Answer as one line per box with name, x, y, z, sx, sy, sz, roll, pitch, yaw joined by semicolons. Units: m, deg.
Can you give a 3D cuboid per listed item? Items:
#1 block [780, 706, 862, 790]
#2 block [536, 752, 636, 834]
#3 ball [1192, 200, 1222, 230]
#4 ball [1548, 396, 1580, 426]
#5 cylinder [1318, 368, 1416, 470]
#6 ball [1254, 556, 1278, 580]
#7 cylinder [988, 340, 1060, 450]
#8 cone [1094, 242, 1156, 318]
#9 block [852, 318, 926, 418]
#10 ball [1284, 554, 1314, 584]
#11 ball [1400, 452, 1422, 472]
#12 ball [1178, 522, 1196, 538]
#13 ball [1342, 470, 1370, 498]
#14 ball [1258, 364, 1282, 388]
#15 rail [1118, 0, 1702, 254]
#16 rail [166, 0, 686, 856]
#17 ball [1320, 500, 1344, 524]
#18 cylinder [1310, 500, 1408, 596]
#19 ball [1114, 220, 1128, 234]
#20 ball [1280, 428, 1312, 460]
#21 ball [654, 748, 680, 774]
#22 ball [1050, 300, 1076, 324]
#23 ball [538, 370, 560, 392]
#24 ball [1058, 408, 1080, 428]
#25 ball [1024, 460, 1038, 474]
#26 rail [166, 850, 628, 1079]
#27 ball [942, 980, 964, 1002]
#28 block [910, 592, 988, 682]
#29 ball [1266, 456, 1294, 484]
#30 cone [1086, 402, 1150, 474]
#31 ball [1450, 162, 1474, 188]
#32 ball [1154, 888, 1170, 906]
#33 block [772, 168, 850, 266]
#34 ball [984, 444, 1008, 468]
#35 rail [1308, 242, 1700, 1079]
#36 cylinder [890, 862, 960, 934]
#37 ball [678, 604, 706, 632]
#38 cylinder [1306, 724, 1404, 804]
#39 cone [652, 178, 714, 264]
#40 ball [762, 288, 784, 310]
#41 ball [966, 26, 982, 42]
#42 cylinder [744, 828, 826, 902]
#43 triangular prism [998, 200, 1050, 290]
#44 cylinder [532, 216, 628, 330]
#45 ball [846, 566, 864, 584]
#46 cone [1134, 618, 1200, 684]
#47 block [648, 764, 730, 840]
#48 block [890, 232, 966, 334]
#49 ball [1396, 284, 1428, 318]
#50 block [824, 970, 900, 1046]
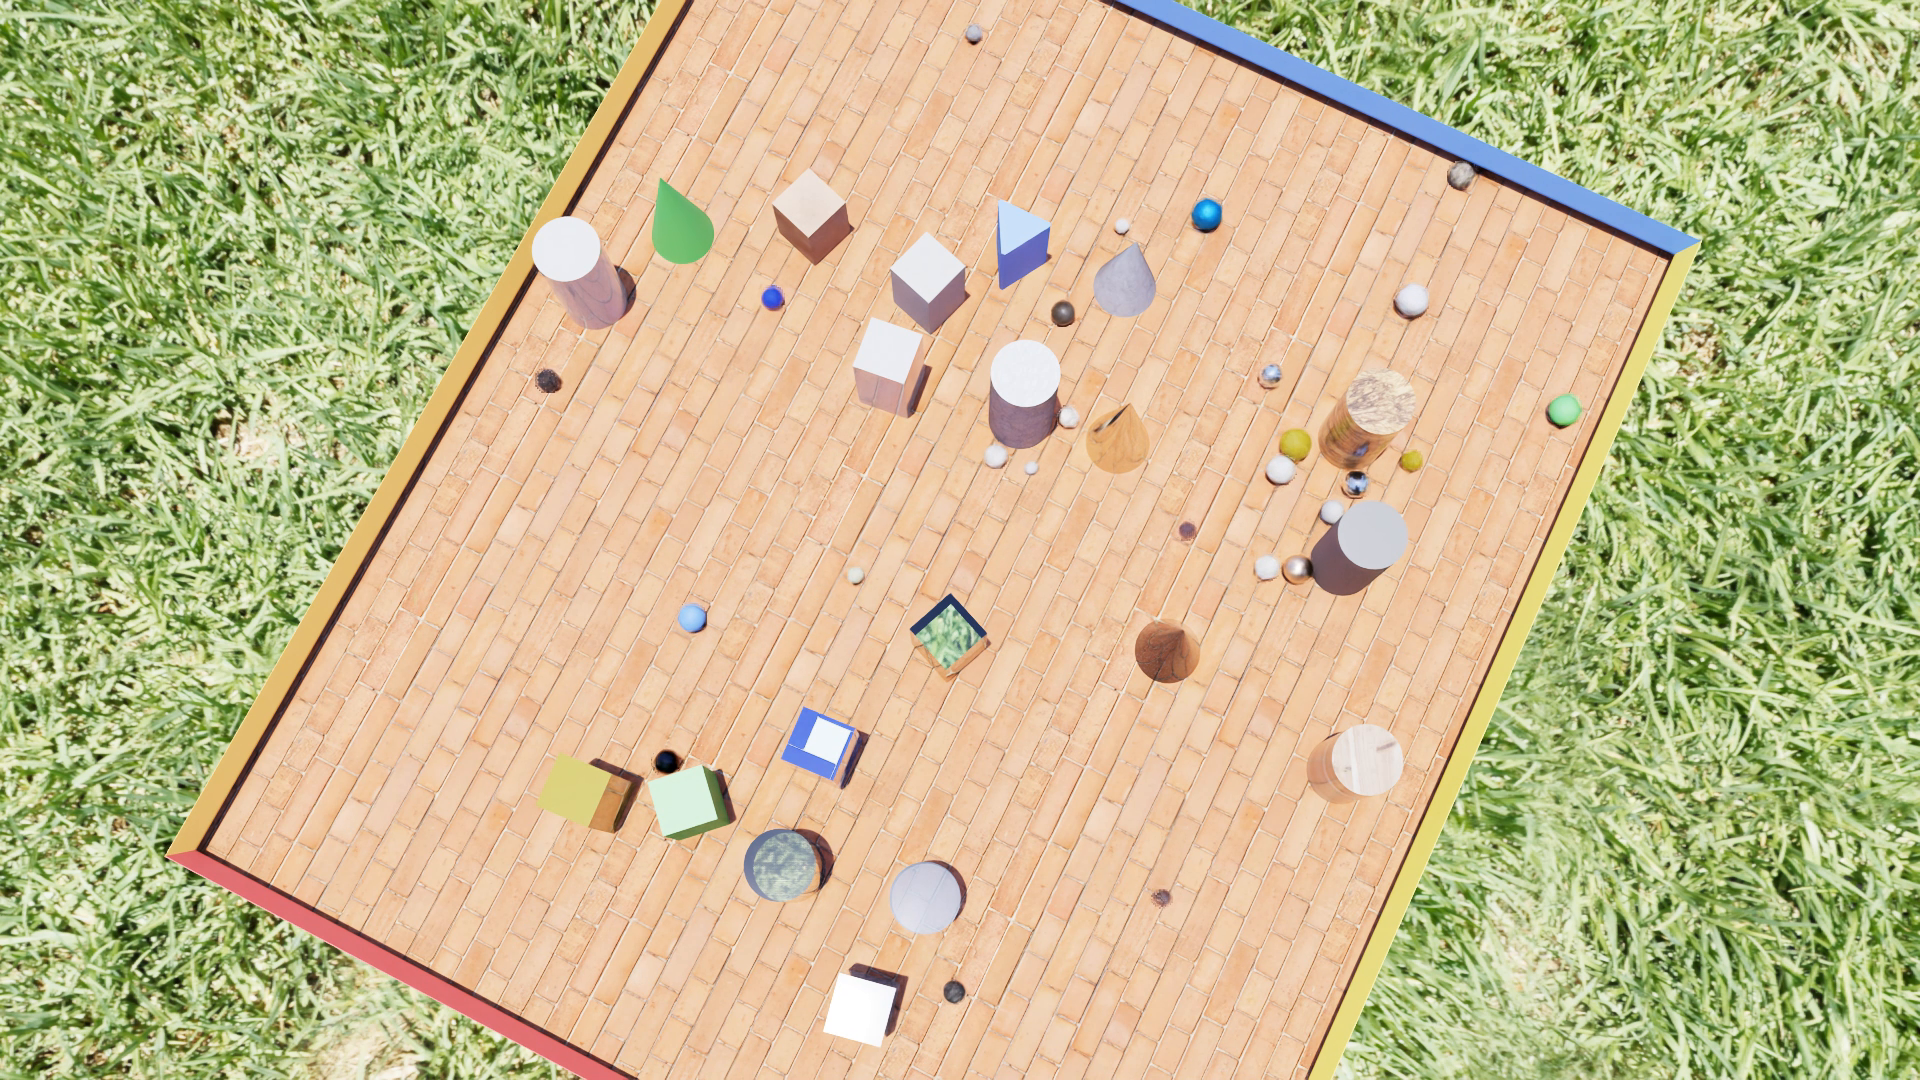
block;-0.396;0.606;5.301;0.159;0.372;0.159;22;79;4
block;-1.070;0.731;5.267;0.159;0.389;0.159;22;79;4
ball;0.779;-1.025;5.780;0.095;0.095;0.095;0;78;0
ball;1.864;-0.399;5.651;0.095;0.095;0.095;0;78;0
cylinder;1.208;-0.355;5.470;0.199;0.432;0.199;0;78;0
ball;0.930;0.084;5.562;0.074;0.074;0.074;0;78;0
cylinder;0.187;-0.427;5.459;0.199;0.481;0.199;0;78;0
cone;0.519;-0.838;5.585;0.199;0.402;0.199;0;78;0
block;-0.211;-0.514;5.529;0.159;0.380;0.159;19;79;4
ball;1.025;0.088;5.553;0.089;0.089;0.089;0;78;0
ball;1.387;-0.242;5.635;0.062;0.062;0.062;0;78;0
ball;0.693;-0.030;5.596;0.053;0.053;0.053;0;78;0
ball;1.212;-0.171;5.609;0.084;0.084;0.084;0;78;0
ball;0.963;-0.509;5.684;0.075;0.075;0.075;0;78;0
rail;0.825;-1.609;5.883;3.271;0.129;0.045;26;80;5
rail;-1.442;-0.699;5.694;0.045;0.129;3.738;26;80;5
ball;1.138;-0.085;5.597;0.073;0.073;0.073;0;78;0
cylinder;1.167;0.029;5.389;0.199;0.433;0.199;0;78;0
ball;0.511;-0.991;5.798;0.046;0.046;0.046;0;78;0
ball;1.032;-0.293;5.627;0.098;0.098;0.098;0;78;0
ball;-0.870;0.659;5.441;0.077;0.077;0.077;0;78;0
ball;0.323;-0.711;5.724;0.077;0.077;0.077;0;78;0
ball;-1.277;-0.495;5.684;0.069;0.069;0.069;0;78;0
ball;0.337;-0.378;5.663;0.063;0.063;0.063;0;78;0
ball;0.221;-0.224;5.641;0.043;0.043;0.043;0;78;0
rail;-0.825;1.623;5.214;3.271;0.129;0.045;26;80;5
ball;-0.018;1.310;5.313;0.063;0.063;0.063;0;78;0
block;-0.033;0.291;5.404;0.159;0.298;0.159;-41;81;-8
ball;0.981;-0.215;5.616;0.088;0.088;0.088;0;78;0
cone;0.488;-0.347;5.458;0.199;0.452;0.199;0;78;0
ball;1.594;-1.158;5.817;0.077;0.077;0.077;0;78;0
ball;0.592;1.048;5.373;0.052;0.052;0.052;0;78;0
block;-0.461;-1.001;5.697;0.159;0.248;0.159;44;82;8
ball;0.109;-0.259;5.633;0.073;0.073;0.073;0;78;0
rail;1.442;0.713;5.402;0.045;0.129;3.738;26;80;5
cylinder;-0.097;1.027;5.249;0.199;0.303;0.199;0;78;0
ball;-0.809;0.237;5.526;0.083;0.083;0.083;0;78;0
cylinder;1.134;0.650;5.286;0.199;0.385;0.199;0;78;0
cone;-0.879;-1.016;5.593;0.199;0.459;0.199;0;78;0
ball;-0.588;-0.756;5.738;0.068;0.068;0.068;0;78;0
ball;0.045;-1.638;5.929;0.053;0.053;0.053;0;78;0
cylinder;-0.496;0.933;5.227;0.199;0.385;0.199;0;78;0
triangular prism;0.160;-0.929;5.649;0.172;0.313;0.149;-33;80;-6
cylinder;-1.147;-0.802;5.554;0.199;0.448;0.199;0;78;0
ball;-0.318;0.107;5.567;0.053;0.053;0.053;0;78;0
cone;0.628;0.294;5.346;0.199;0.410;0.199;0;78;0
block;-0.782;0.764;5.307;0.159;0.298;0.159;-18;79;-4
block;-0.096;-0.784;5.622;0.159;0.306;0.159;43;81;8
ball;1.411;-0.746;5.720;0.099;0.099;0.099;0;78;0
block;-0.271;1.309;5.144;0.159;0.395;0.159;15;79;3
